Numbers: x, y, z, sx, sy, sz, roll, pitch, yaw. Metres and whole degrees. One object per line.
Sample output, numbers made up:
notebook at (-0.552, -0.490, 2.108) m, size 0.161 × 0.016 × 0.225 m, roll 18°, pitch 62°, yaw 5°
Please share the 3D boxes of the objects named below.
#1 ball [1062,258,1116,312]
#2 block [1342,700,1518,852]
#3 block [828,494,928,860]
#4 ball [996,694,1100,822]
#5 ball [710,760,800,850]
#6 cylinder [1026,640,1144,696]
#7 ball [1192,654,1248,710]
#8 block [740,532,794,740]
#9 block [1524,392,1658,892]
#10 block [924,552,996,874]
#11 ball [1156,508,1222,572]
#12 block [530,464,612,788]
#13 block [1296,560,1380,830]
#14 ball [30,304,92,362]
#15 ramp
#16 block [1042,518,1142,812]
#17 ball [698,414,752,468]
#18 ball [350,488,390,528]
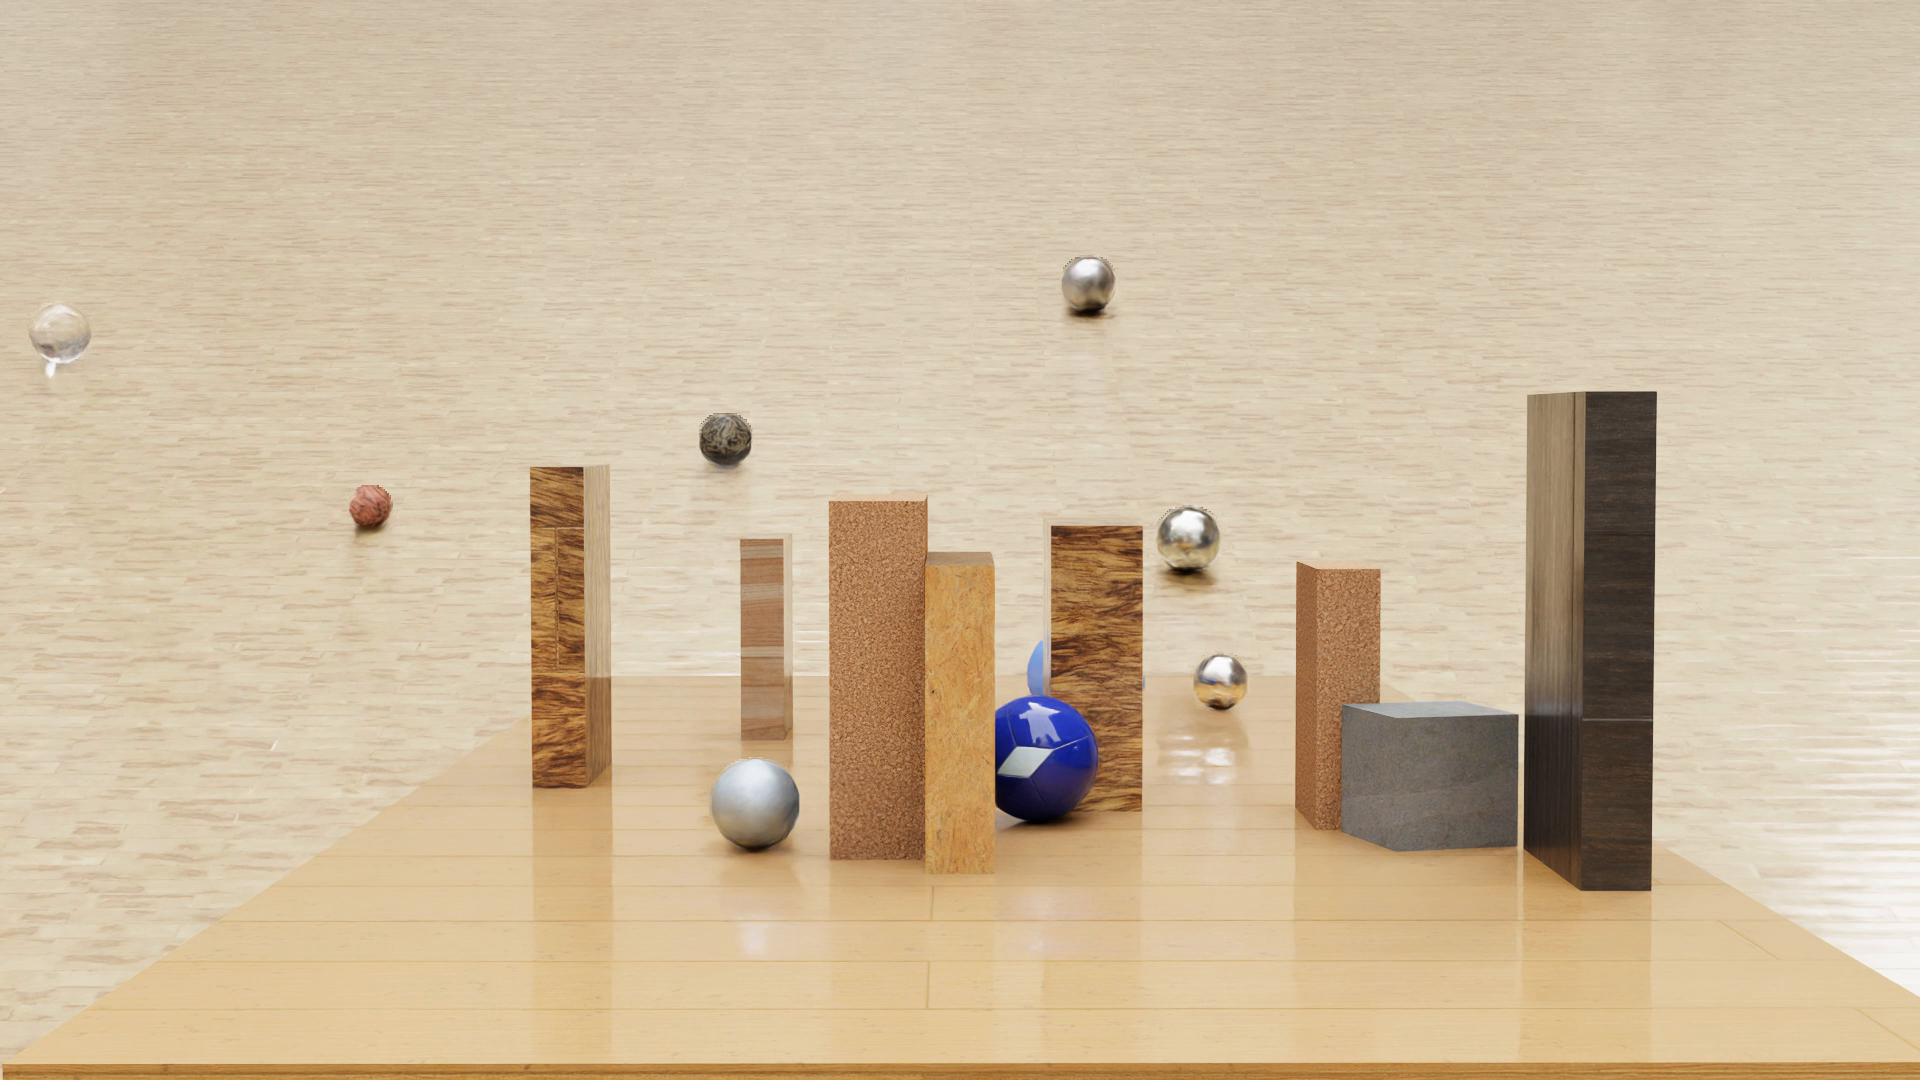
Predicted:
ball at (0.479, -0.948, 9.557) m, size 0.204 × 0.204 × 0.204 m, roll 0°, pitch 23°, yaw 0°
block at (0.714, 0.357, 3.923) m, size 0.199 × 0.199 × 0.199 m, roll -1°, pitch 3°, yaw -15°
block at (-0.121, 0.195, 3.938) m, size 0.138 × 0.521 × 0.423 m, roll 0°, pitch 2°, yaw 0°
ball at (0.122, 0.348, 4.108) m, size 0.201 × 0.201 × 0.201 m, roll 0°, pitch 23°, yaw 0°
ball at (-0.304, 0.394, 3.833) m, size 0.133 × 0.133 × 0.133 m, roll 0°, pitch 23°, yaw 0°
cylinder at (0.260, 0.290, 5.365) m, size 0.208 × 0.208 × 0.208 m, roll -4°, pitch 3°, yaw -9°
ball at (0.581, 0.316, 5.742) m, size 0.124 × 0.124 × 0.124 m, roll 0°, pitch 23°, yaw 0°
block at (-0.397, 0.194, 5.306) m, size 0.087 × 0.406 × 0.282 m, roll 0°, pitch 2°, yaw 0°
block at (0.887, 0.130, 3.644) m, size 0.096 × 0.675 × 0.353 m, roll 0°, pitch 2°, yaw 0°
block at (0.000, 0.244, 3.821) m, size 0.098 × 0.434 × 0.425 m, roll 0°, pitch 2°, yaw 0°
ball at (0.653, 0.000, 7.347) m, size 0.186 × 0.186 × 0.186 m, roll 0°, pitch 23°, yaw 0°
block at (-0.699, 0.146, 4.644) m, size 0.093 × 0.560 × 0.341 m, roll 0°, pitch 2°, yaw 0°
block at (0.604, 0.243, 4.128) m, size 0.099 × 0.408 × 0.245 m, roll 0°, pitch 2°, yaw 0°
ball at (-3.157, -0.725, 9.032) m, size 0.204 × 0.204 × 0.204 m, roll 0°, pitch 23°, yaw 0°
ramp at (0.053, 0.480, 4.538) m, size 2.000 × 0.100 × 4.000 m, roll 0°, pitch 2°, yaw 0°
block at (0.223, 0.202, 4.394) m, size 0.150 × 0.468 × 0.390 m, roll 0°, pitch 2°, yaw 0°
ball at (-0.738, -0.312, 8.105) m, size 0.168 × 0.168 × 0.168 m, roll 0°, pitch 23°, yaw 0°
ball at (-1.756, -0.097, 7.660) m, size 0.121 × 0.121 × 0.121 m, roll 0°, pitch 23°, yaw 0°
